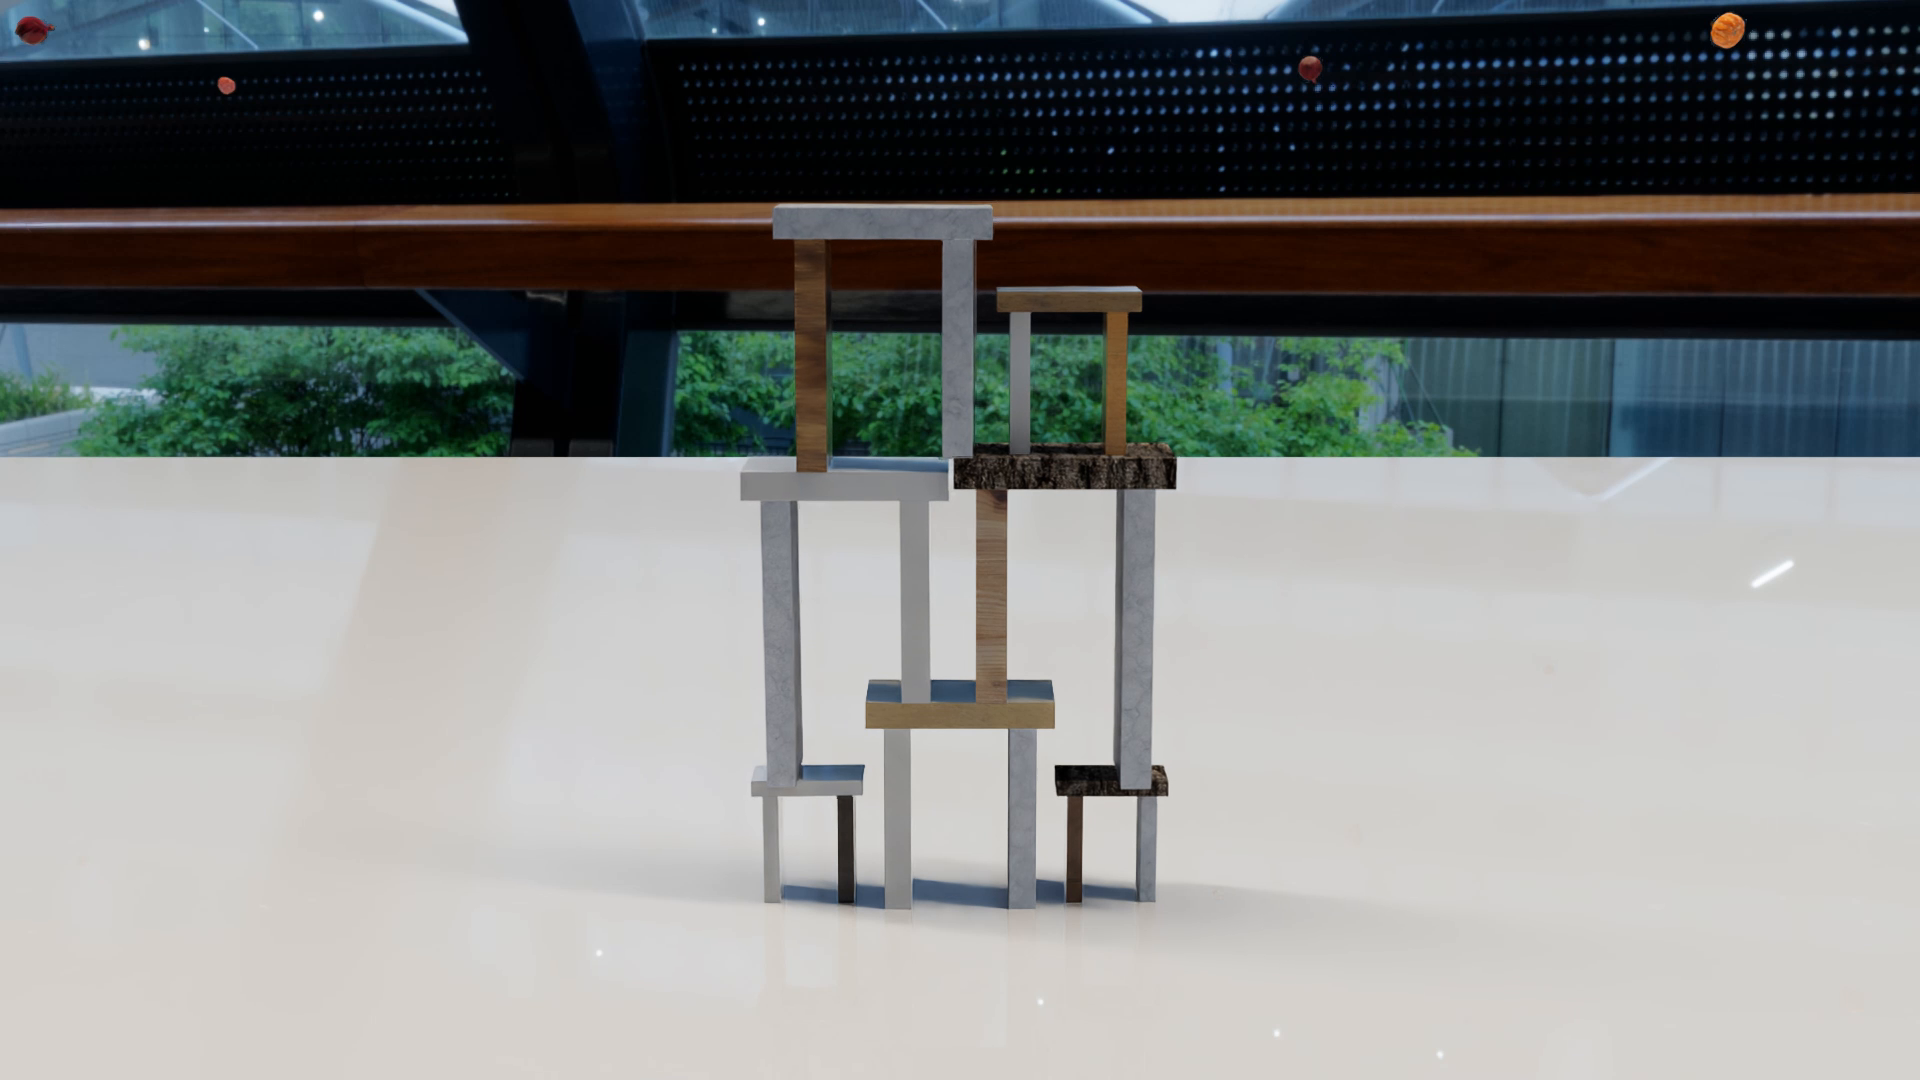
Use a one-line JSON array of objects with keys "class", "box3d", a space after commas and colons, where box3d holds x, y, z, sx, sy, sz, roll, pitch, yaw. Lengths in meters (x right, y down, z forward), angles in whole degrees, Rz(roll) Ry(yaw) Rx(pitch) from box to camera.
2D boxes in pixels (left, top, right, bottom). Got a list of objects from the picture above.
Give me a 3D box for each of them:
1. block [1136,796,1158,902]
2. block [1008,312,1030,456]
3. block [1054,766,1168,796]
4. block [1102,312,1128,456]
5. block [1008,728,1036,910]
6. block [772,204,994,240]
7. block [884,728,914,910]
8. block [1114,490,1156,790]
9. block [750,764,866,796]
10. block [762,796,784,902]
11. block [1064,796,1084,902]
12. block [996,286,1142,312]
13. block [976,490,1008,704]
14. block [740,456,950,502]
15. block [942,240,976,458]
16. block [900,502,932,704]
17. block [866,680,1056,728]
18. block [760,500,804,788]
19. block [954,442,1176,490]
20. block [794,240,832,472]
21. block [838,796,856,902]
[{"class": "block", "box3d": [0.310, 0.500, 3.655, 0.026, 0.182, 0.091, 0, 11, 0]}, {"class": "block", "box3d": [0.095, -0.255, 3.510, 0.032, 0.226, 0.113, 0, 11, 0]}, {"class": "block", "box3d": [0.249, 0.398, 3.637, 0.182, 0.026, 0.091, 0, 11, 0]}, {"class": "block", "box3d": [0.246, -0.255, 3.510, 0.032, 0.226, 0.113, 0, 11, 0]}, {"class": "block", "box3d": [0.102, 0.440, 3.641, 0.043, 0.305, 0.153, 0, 11, 0]}, {"class": "block", "box3d": [-0.119, -0.502, 3.463, 0.339, 0.048, 0.170, 0, 11, -1]}, {"class": "block", "box3d": [-0.101, 0.440, 3.641, 0.043, 0.305, 0.153, 0, 11, 0]}, {"class": "block", "box3d": [0.283, 0.145, 3.586, 0.049, 0.490, 0.175, 0, 11, 0]}, {"class": "block", "box3d": [-0.250, 0.397, 3.632, 0.183, 0.026, 0.091, -1, 11, 0]}, {"class": "block", "box3d": [-0.310, 0.500, 3.653, 0.026, 0.183, 0.091, 0, 11, 0]}, {"class": "block", "box3d": [0.188, 0.500, 3.655, 0.026, 0.182, 0.091, 0, 11, 0]}, {"class": "block", "box3d": [0.170, -0.382, 3.486, 0.226, 0.032, 0.113, 0, 11, 0]}, {"class": "block", "box3d": [0.050, 0.076, 3.572, 0.049, 0.349, 0.175, 0, 11, 0]}, {"class": "block", "box3d": [-0.182, -0.099, 3.542, 0.329, 0.047, 0.164, 0, 11, 0]}, {"class": "block", "box3d": [-0.001, -0.311, 3.499, 0.048, 0.339, 0.170, 0, 11, 2]}, {"class": "block", "box3d": [-0.071, 0.086, 3.577, 0.047, 0.329, 0.164, 0, 10, 0]}, {"class": "block", "box3d": [0.000, 0.269, 3.611, 0.305, 0.043, 0.153, 0, 11, 0]}, {"class": "block", "box3d": [-0.290, 0.154, 3.589, 0.047, 0.468, 0.164, 0, 11, 0]}, {"class": "block", "box3d": [0.165, -0.119, 3.532, 0.349, 0.049, 0.175, 0, 11, 0]}, {"class": "block", "box3d": [-0.232, -0.300, 3.500, 0.048, 0.363, 0.170, 0, 11, 0]}, {"class": "block", "box3d": [-0.188, 0.500, 3.653, 0.026, 0.183, 0.091, 0, 11, 0]}]
